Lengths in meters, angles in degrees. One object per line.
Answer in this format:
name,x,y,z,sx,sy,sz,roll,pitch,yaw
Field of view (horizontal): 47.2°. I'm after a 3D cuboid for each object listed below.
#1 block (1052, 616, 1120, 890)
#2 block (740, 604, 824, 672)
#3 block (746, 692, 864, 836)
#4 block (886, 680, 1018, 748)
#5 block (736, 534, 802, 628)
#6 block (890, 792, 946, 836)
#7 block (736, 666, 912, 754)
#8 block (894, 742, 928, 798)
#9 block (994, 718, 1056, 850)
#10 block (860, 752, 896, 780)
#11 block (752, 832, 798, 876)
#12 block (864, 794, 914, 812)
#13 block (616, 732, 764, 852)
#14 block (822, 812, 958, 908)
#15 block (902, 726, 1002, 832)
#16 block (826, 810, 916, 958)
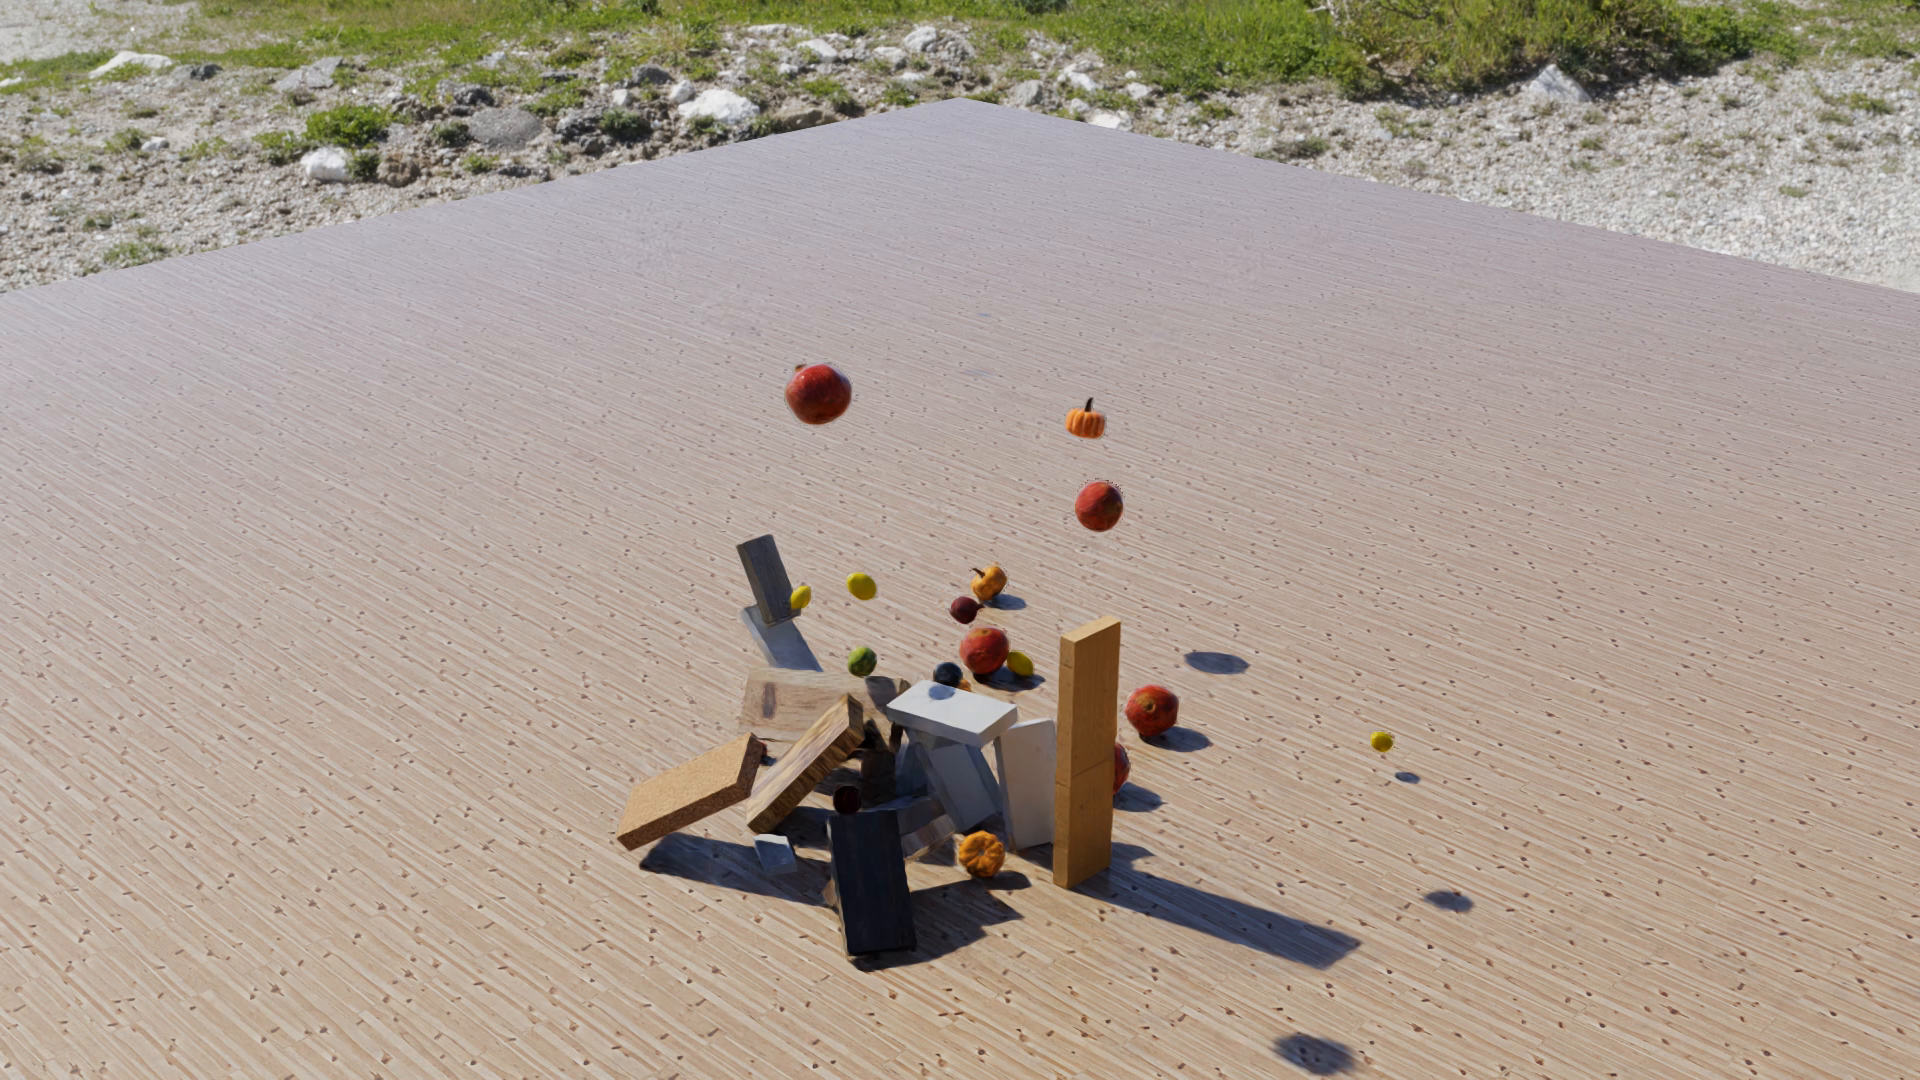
block,0.237,0.403,4.135,0.036,0.527,0.127,22,32,40
block,-0.340,0.293,4.724,0.094,0.027,0.371,-21,74,-41
block,-0.309,0.449,4.391,0.042,0.297,0.148,41,15,-18
block,-0.017,0.341,4.330,0.239,0.034,0.120,13,32,38
block,-0.409,0.087,4.711,0.027,0.188,0.094,-20,1,36
block,-0.080,0.546,4.393,0.125,0.063,0.018,-13,26,-27
block,-0.283,0.349,4.527,0.387,0.149,0.042,2,-15,33
block,-0.083,0.447,4.502,0.023,0.160,0.080,33,36,24
block,0.139,0.479,4.327,0.120,0.239,0.034,-11,7,-24
block,-0.161,0.417,4.572,0.023,0.160,0.080,33,37,32
block,-0.361,0.612,4.295,0.063,0.018,0.125,-6,24,-15
block,-0.135,0.552,4.437,0.125,0.018,0.063,-17,28,-34
block,-0.523,0.489,4.270,0.297,0.042,0.148,-26,28,23
block,-0.133,0.601,4.122,0.254,0.127,0.036,-27,77,-22
block,-0.010,0.450,4.403,0.120,0.239,0.034,-29,3,-37
block,-0.163,0.625,4.014,0.127,0.254,0.036,-4,-22,-15
